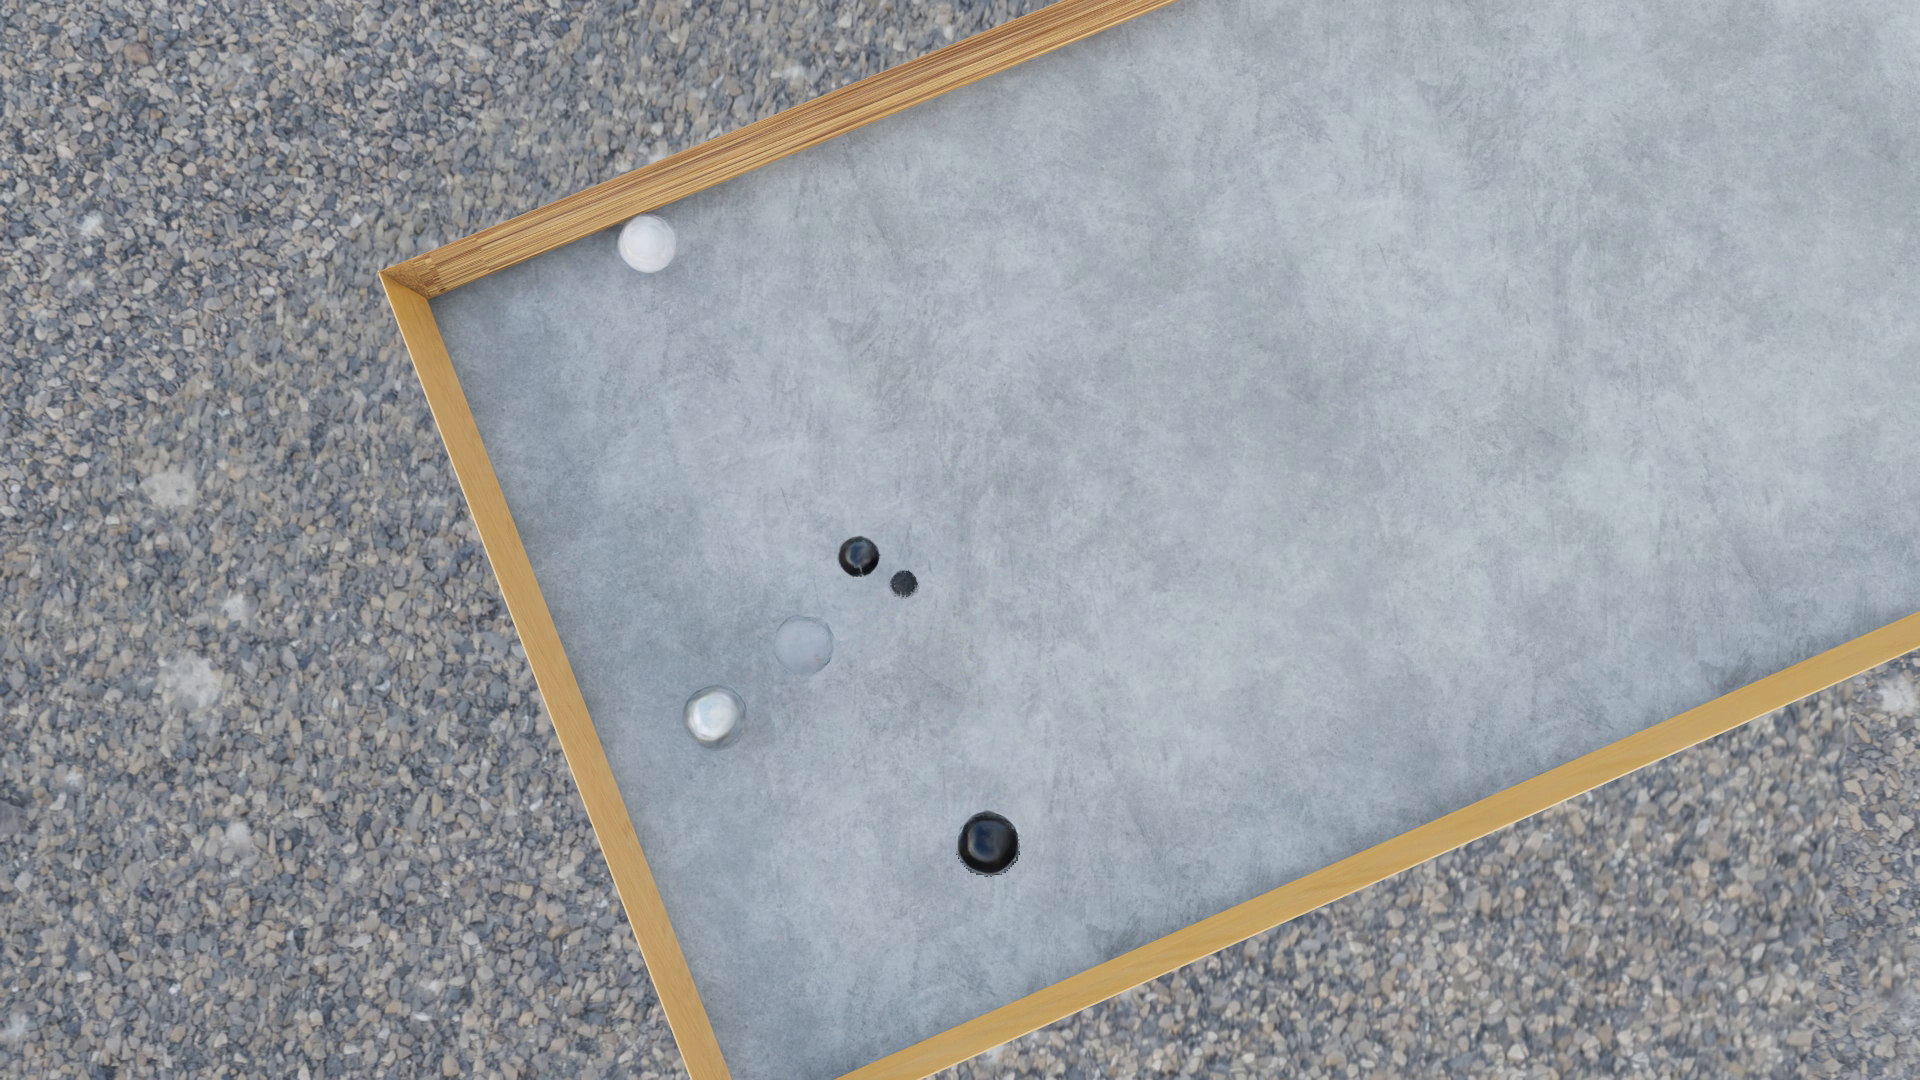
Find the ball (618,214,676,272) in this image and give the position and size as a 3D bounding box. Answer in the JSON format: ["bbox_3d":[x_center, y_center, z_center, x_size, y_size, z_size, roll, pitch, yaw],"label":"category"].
[{"bbox_3d":[-0.478,-0.454,3.369,0.088,0.088,0.088,0,79,0],"label":"ball"}]

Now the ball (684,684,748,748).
[{"bbox_3d":[-0.359,0.260,3.230,0.094,0.094,0.094,0,79,0],"label":"ball"}]

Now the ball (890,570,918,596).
[{"bbox_3d":[-0.084,0.065,3.294,0.040,0.040,0.040,0,79,0],"label":"ball"}]

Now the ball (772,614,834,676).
[{"bbox_3d":[-0.231,0.155,3.252,0.091,0.091,0.091,0,79,0],"label":"ball"}]

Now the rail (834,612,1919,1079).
[{"bbox_3d":[0.860,0.359,3.196,2.594,0.122,0.045,-22,80,-4],"label":"rail"}]

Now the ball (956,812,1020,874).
[{"bbox_3d":[0.041,0.440,3.198,0.090,0.090,0.090,0,79,0],"label":"ball"}]

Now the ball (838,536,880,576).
[{"bbox_3d":[-0.151,0.025,3.291,0.061,0.061,0.061,0,79,0],"label":"ball"}]

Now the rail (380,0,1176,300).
[{"bbox_3d":[0.336,-0.863,3.428,2.594,0.122,0.045,-22,80,-4],"label":"rail"}]

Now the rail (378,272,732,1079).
[{"bbox_3d":[-0.576,0.234,3.220,0.045,0.122,1.397,-22,80,-4],"label":"rail"}]
